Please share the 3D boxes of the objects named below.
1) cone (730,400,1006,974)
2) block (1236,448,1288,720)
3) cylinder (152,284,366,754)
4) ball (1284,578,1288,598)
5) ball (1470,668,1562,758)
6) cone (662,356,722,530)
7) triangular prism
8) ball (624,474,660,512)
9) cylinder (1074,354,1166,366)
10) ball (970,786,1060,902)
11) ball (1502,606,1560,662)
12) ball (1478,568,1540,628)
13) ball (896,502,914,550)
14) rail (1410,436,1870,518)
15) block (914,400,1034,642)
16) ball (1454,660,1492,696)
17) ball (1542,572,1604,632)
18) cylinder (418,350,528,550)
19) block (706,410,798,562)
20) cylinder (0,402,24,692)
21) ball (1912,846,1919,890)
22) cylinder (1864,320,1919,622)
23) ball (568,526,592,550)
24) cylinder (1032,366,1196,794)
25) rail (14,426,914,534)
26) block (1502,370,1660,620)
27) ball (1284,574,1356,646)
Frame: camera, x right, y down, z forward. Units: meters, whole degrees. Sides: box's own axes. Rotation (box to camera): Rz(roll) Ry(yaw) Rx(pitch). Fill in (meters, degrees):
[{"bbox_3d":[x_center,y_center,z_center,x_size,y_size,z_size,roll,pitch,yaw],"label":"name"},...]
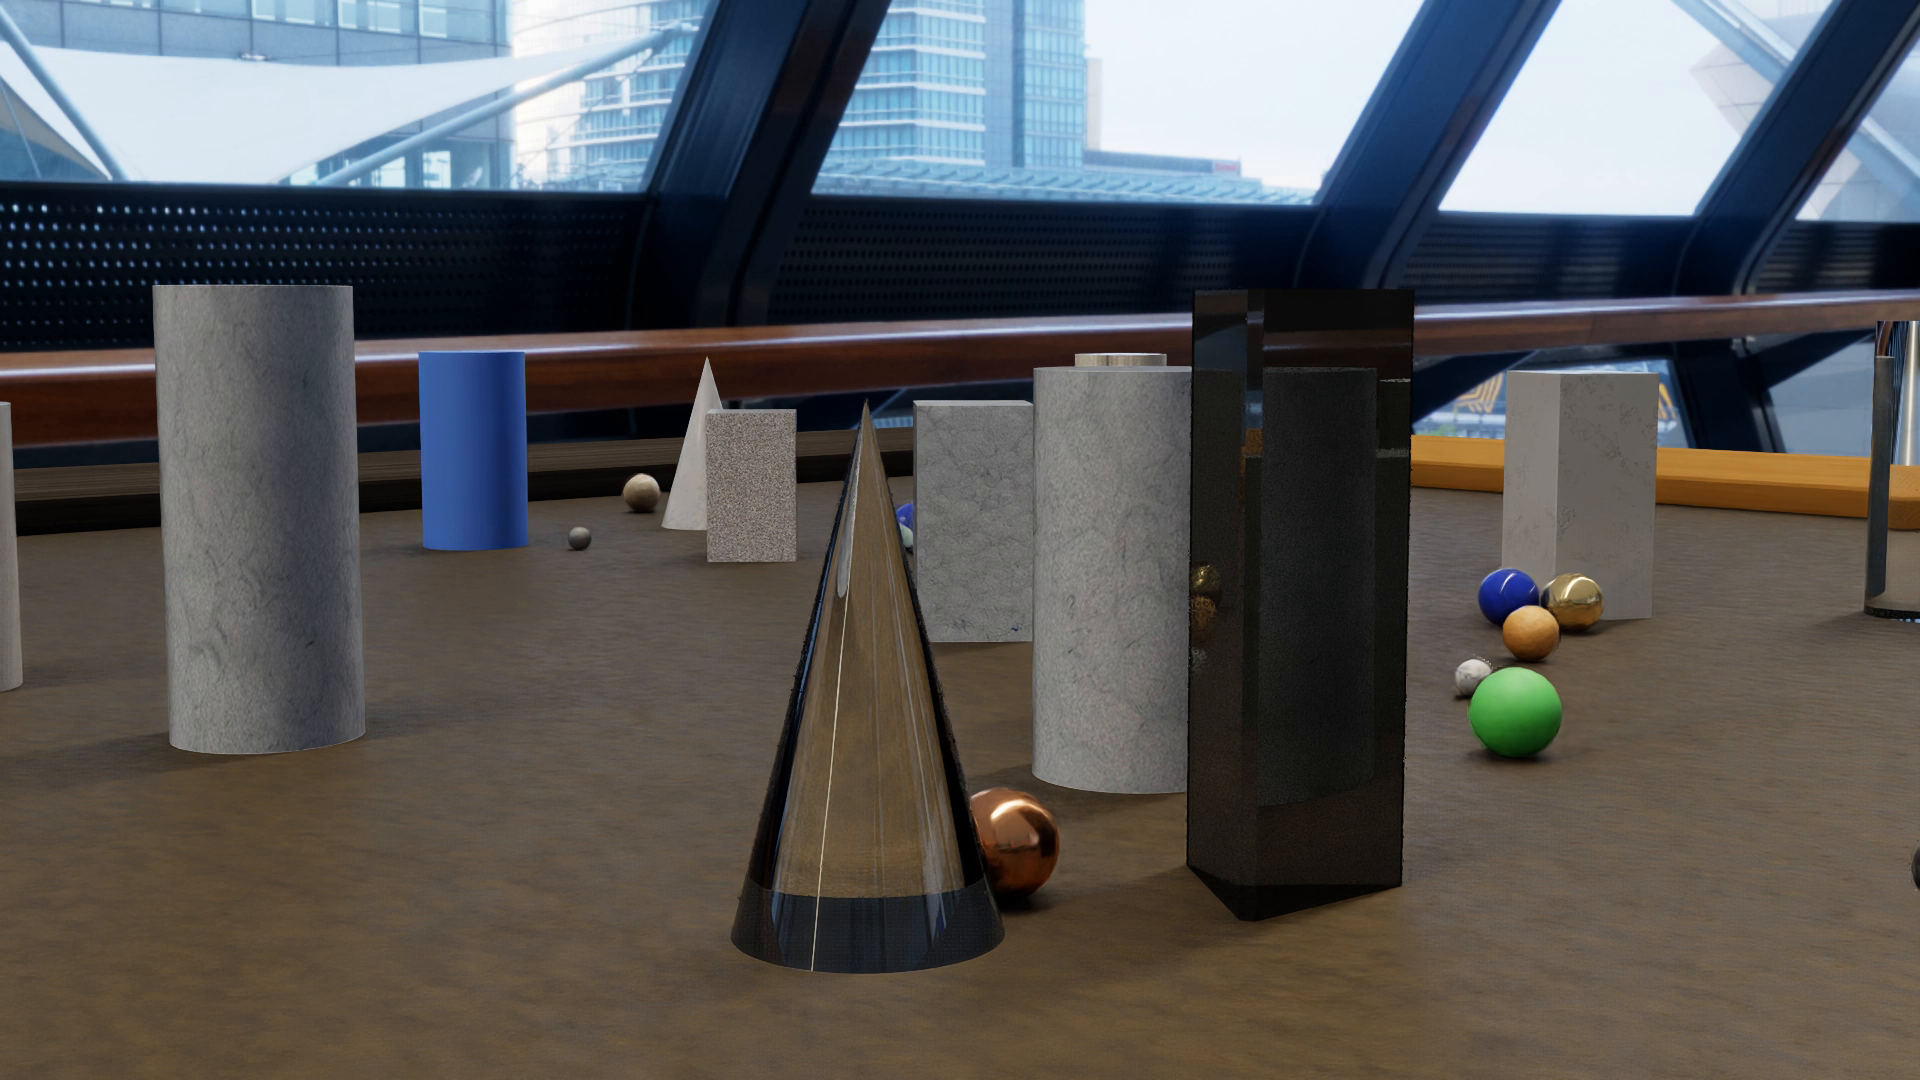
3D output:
[{"bbox_3d":[-0.066,0.091,1.558,0.197,0.384,0.197,0,6,0],"label":"cone"},{"bbox_3d":[0.256,0.046,2.449,0.157,0.289,0.157,-2,6,-17],"label":"block"},{"bbox_3d":[-0.726,-0.028,2.287,0.197,0.469,0.197,0,6,0],"label":"cylinder"},{"bbox_3d":[0.467,0.070,3.325,0.058,0.058,0.058,0,6,0],"label":"ball"},{"bbox_3d":[0.555,0.172,2.197,0.090,0.090,0.090,0,6,0],"label":"ball"},{"bbox_3d":[-0.521,-0.205,4.545,0.197,0.351,0.197,0,6,0],"label":"cone"},{"bbox_3d":[0.231,0.039,1.693,0.170,0.460,0.148,-5,8,-38],"label":"triangular prism"},{"bbox_3d":[-0.704,-0.103,4.864,0.082,0.082,0.082,0,6,0],"label":"ball"},{"bbox_3d":[0.345,-0.225,4.737,0.197,0.351,0.197,0,6,0],"label":"cylinder"},{"bbox_3d":[0.032,0.230,1.661,0.086,0.086,0.086,0,6,0],"label":"ball"},{"bbox_3d":[0.727,0.119,2.798,0.071,0.071,0.071,0,6,0],"label":"ball"},{"bbox_3d":[0.771,0.081,3.092,0.084,0.084,0.084,0,6,0],"label":"ball"},{"bbox_3d":[-0.083,-0.025,4.077,0.091,0.091,0.091,0,6,0],"label":"ball"},{"bbox_3d":[1.737,-0.133,4.926,0.045,0.128,4.102,-5,8,-42],"label":"rail"},{"bbox_3d":[0.017,-0.029,3.026,0.157,0.318,0.157,0,6,-3],"label":"block"},{"bbox_3d":[0.593,0.160,2.538,0.043,0.043,0.043,0,6,0],"label":"ball"},{"bbox_3d":[0.848,0.086,3.045,0.084,0.084,0.084,0,6,0],"label":"ball"},{"bbox_3d":[-0.921,-0.173,4.167,0.197,0.367,0.197,0,6,0],"label":"cylinder"},{"bbox_3d":[-0.374,-0.100,3.969,0.157,0.263,0.157,0,6,-3],"label":"block"},{"bbox_3d":[-1.215,0.008,2.585,0.197,0.335,0.197,0,6,0],"label":"cylinder"},{"bbox_3d":[0.740,0.246,1.634,0.060,0.060,0.060,0,6,0],"label":"ball"},{"bbox_3d":[1.430,-0.103,3.200,0.197,0.429,0.197,0,6,0],"label":"cylinder"},{"bbox_3d":[-0.709,-0.004,4.099,0.044,0.044,0.044,0,6,0],"label":"ball"},{"bbox_3d":[0.168,0.031,2.110,0.197,0.389,0.197,0,6,0],"label":"cylinder"},{"bbox_3d":[-1.375,-0.122,4.814,4.774,0.128,0.045,-5,8,-42],"label":"rail"},{"bbox_3d":[0.908,-0.069,3.228,0.157,0.355,0.157,-2,6,-14],"label":"block"},{"bbox_3d":[0.479,0.093,2.926,0.096,0.096,0.096,0,6,0],"label":"ball"}]
